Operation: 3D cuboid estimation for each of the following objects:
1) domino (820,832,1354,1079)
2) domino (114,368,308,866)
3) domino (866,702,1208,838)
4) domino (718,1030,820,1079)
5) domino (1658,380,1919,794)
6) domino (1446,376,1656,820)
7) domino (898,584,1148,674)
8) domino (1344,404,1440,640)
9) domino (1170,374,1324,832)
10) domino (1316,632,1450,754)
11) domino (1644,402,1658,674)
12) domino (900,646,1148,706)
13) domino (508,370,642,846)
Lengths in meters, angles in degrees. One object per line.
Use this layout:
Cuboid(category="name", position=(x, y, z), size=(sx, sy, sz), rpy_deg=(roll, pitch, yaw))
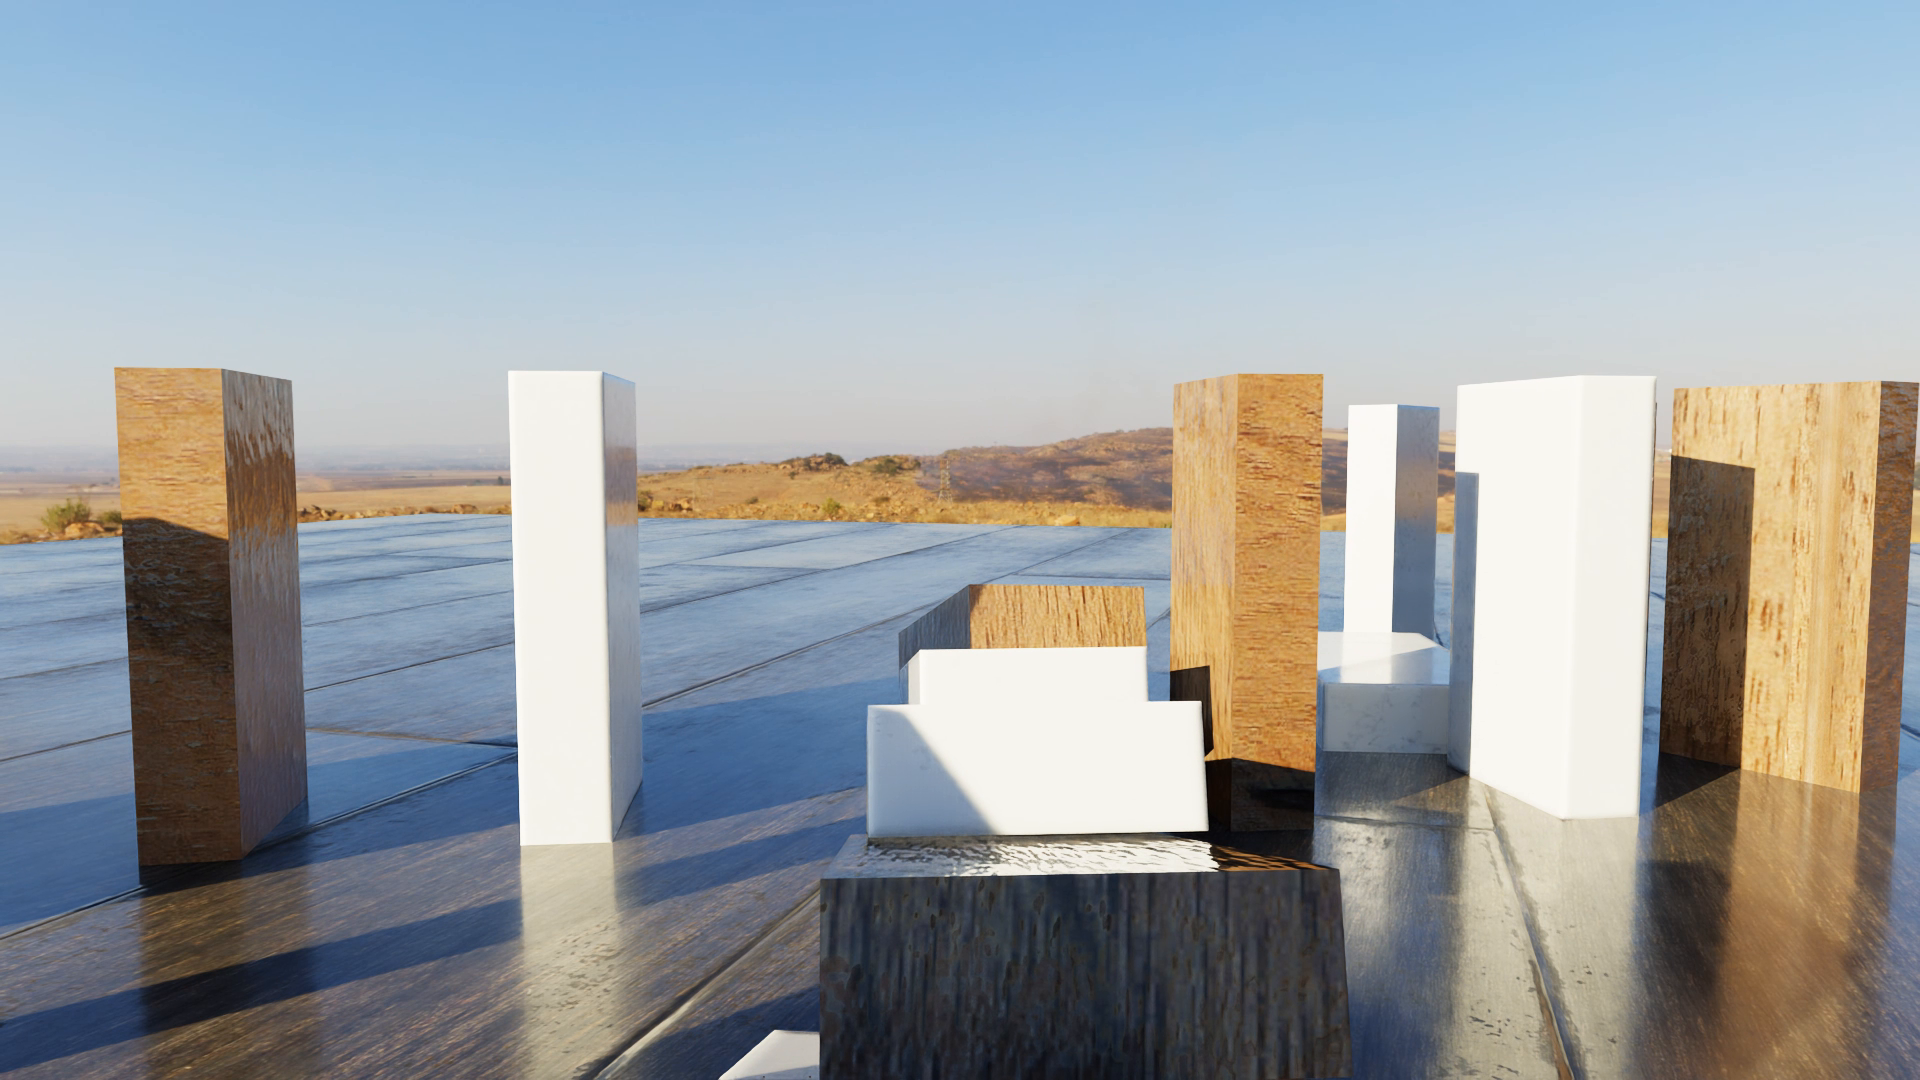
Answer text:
Cuboid(category="domino", position=(0.005, 0.025, 0.085), size=(0.025, 0.010, 0.050), rpy_deg=(0, -11, -3))
Cuboid(category="domino", position=(-0.081, 0.007, 0.141), size=(0.009, 0.050, 0.025), rpy_deg=(-1, 4, -13))
Cuboid(category="domino", position=(0.004, 0.022, 0.119), size=(0.025, 0.009, 0.050), rpy_deg=(0, -12, -4))
Cuboid(category="domino", position=(0.000, 0.028, 0.047), size=(0.025, 0.009, 0.050), rpy_deg=(0, -10, 5))
Cuboid(category="domino", position=(0.107, 0.005, 0.168), size=(0.009, 0.050, 0.025), rpy_deg=(-3, 5, -31))
Cuboid(category="domino", position=(0.071, 0.006, 0.156), size=(0.009, 0.050, 0.025), rpy_deg=(-1, 4, -9))
Cuboid(category="domino", position=(0.008, 0.016, 0.198), size=(0.025, 0.010, 0.050), rpy_deg=(1, -12, -14))
Cuboid(category="domino", position=(0.088, -0.002, 0.260), size=(0.010, 0.050, 0.025), rpy_deg=(3, 5, 38))
Cuboid(category="domino", position=(0.033, 0.006, 0.152), size=(0.009, 0.050, 0.025), rpy_deg=(0, 4, -6))
Cuboid(category="domino", position=(0.065, 0.023, 0.201), size=(0.025, 0.009, 0.050), rpy_deg=(0, 4, 6))
Cuboid(category="domino", position=(0.114, 0.000, 0.233), size=(0.025, 0.050, 0.010), rpy_deg=(-3, 5, -34))
Cuboid(category="domino", position=(0.006, 0.020, 0.164), size=(0.025, 0.009, 0.050), rpy_deg=(0, -8, -5))
Cuboid(category="domino", position=(-0.043, 0.007, 0.147), size=(0.009, 0.050, 0.025), rpy_deg=(0, 4, -7))
